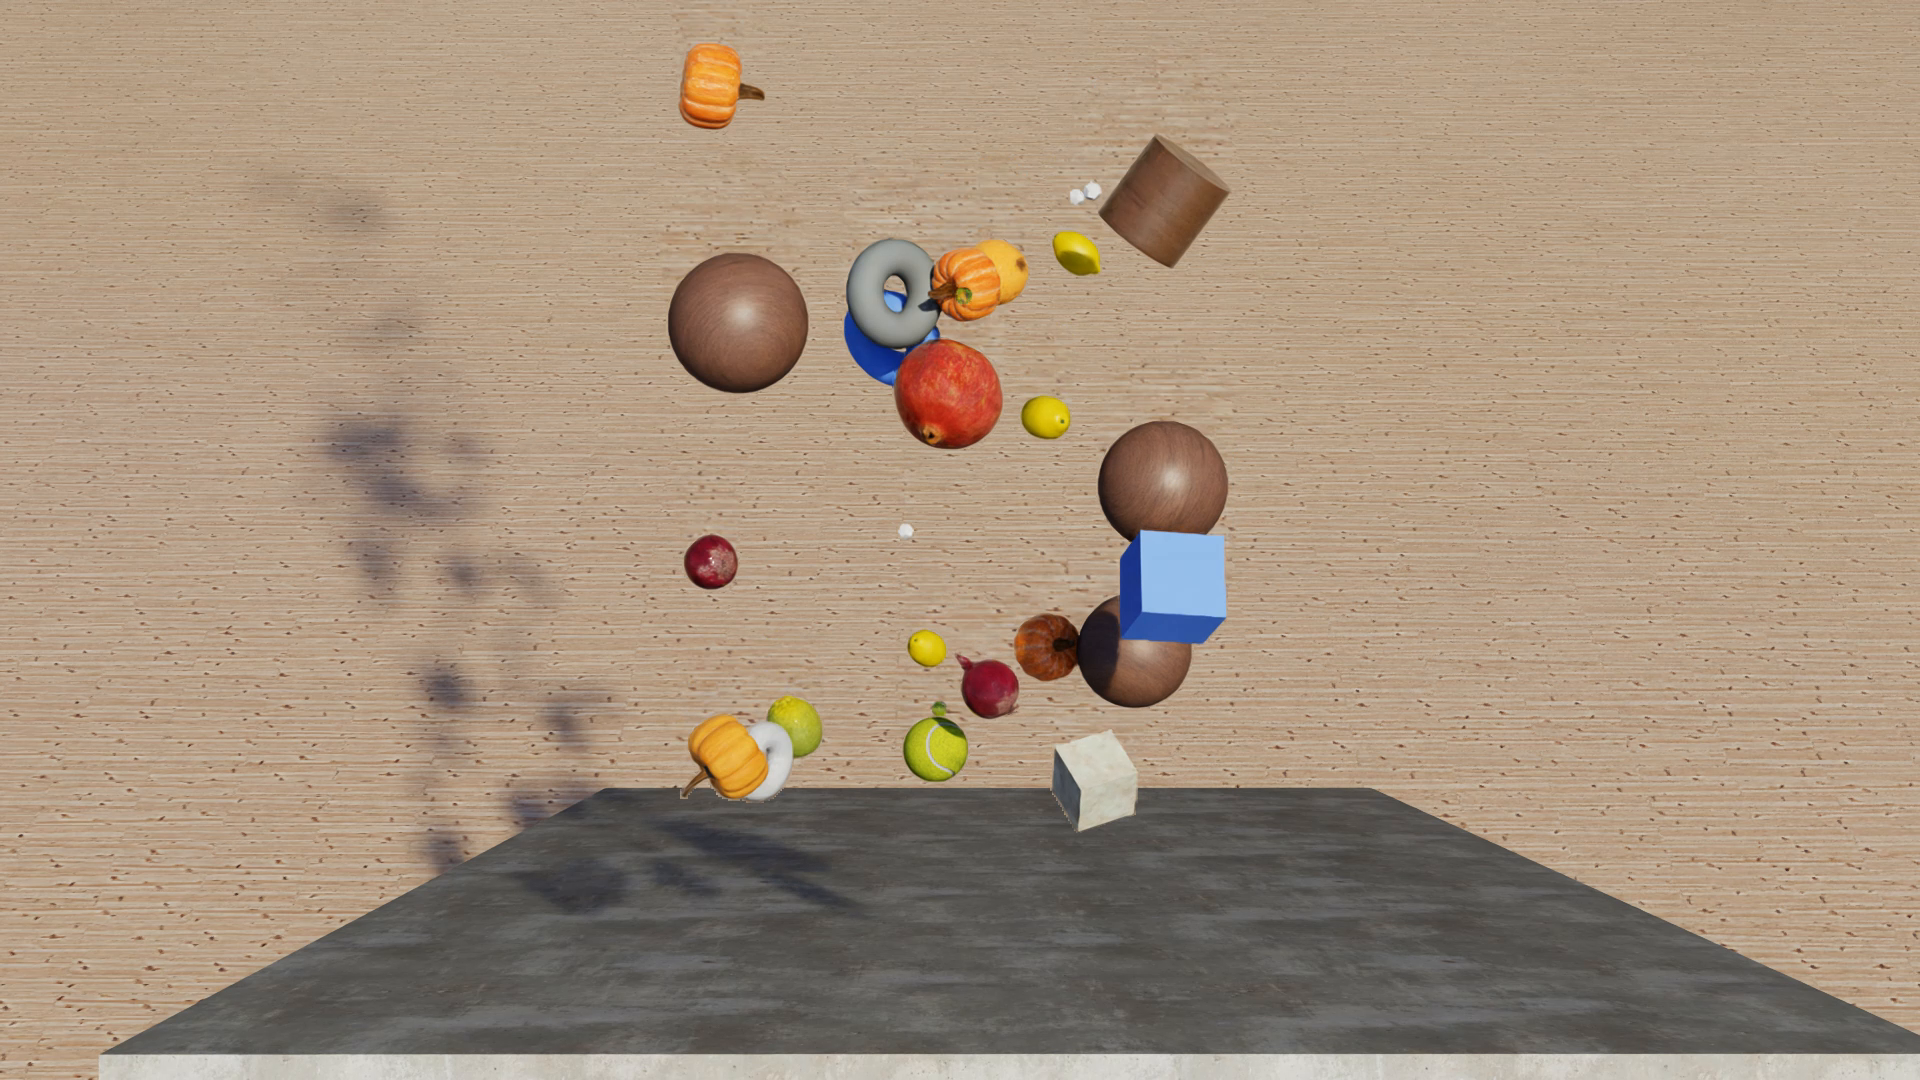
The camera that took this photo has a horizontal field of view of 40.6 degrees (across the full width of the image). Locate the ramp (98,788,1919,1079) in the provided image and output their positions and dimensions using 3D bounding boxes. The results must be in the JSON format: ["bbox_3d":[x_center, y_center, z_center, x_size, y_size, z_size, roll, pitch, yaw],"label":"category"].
[{"bbox_3d":[0.075,0.650,4.785,2.000,0.100,4.000,0,-1,0],"label":"ramp"}]

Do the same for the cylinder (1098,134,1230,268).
[{"bbox_3d":[0.189,-0.314,2.404,0.088,0.088,0.088,34,17,-12],"label":"cylinder"}]

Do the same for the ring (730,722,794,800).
[{"bbox_3d":[-0.221,0.246,2.884,0.030,0.091,0.091,15,36,36],"label":"ring"}]

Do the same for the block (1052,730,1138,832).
[{"bbox_3d":[0.148,0.265,2.858,0.068,0.068,0.068,-16,46,-17],"label":"block"}]

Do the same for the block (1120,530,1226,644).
[{"bbox_3d":[0.208,0.047,2.550,0.084,0.084,0.084,4,69,-10],"label":"block"}]

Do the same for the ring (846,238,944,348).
[{"bbox_3d":[-0.068,-0.257,2.705,0.115,0.115,0.038,-26,16,-33],"label":"ring"}]

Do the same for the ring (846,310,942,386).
[{"bbox_3d":[-0.072,-0.217,2.798,0.116,0.116,0.039,18,48,25],"label":"ring"}]
